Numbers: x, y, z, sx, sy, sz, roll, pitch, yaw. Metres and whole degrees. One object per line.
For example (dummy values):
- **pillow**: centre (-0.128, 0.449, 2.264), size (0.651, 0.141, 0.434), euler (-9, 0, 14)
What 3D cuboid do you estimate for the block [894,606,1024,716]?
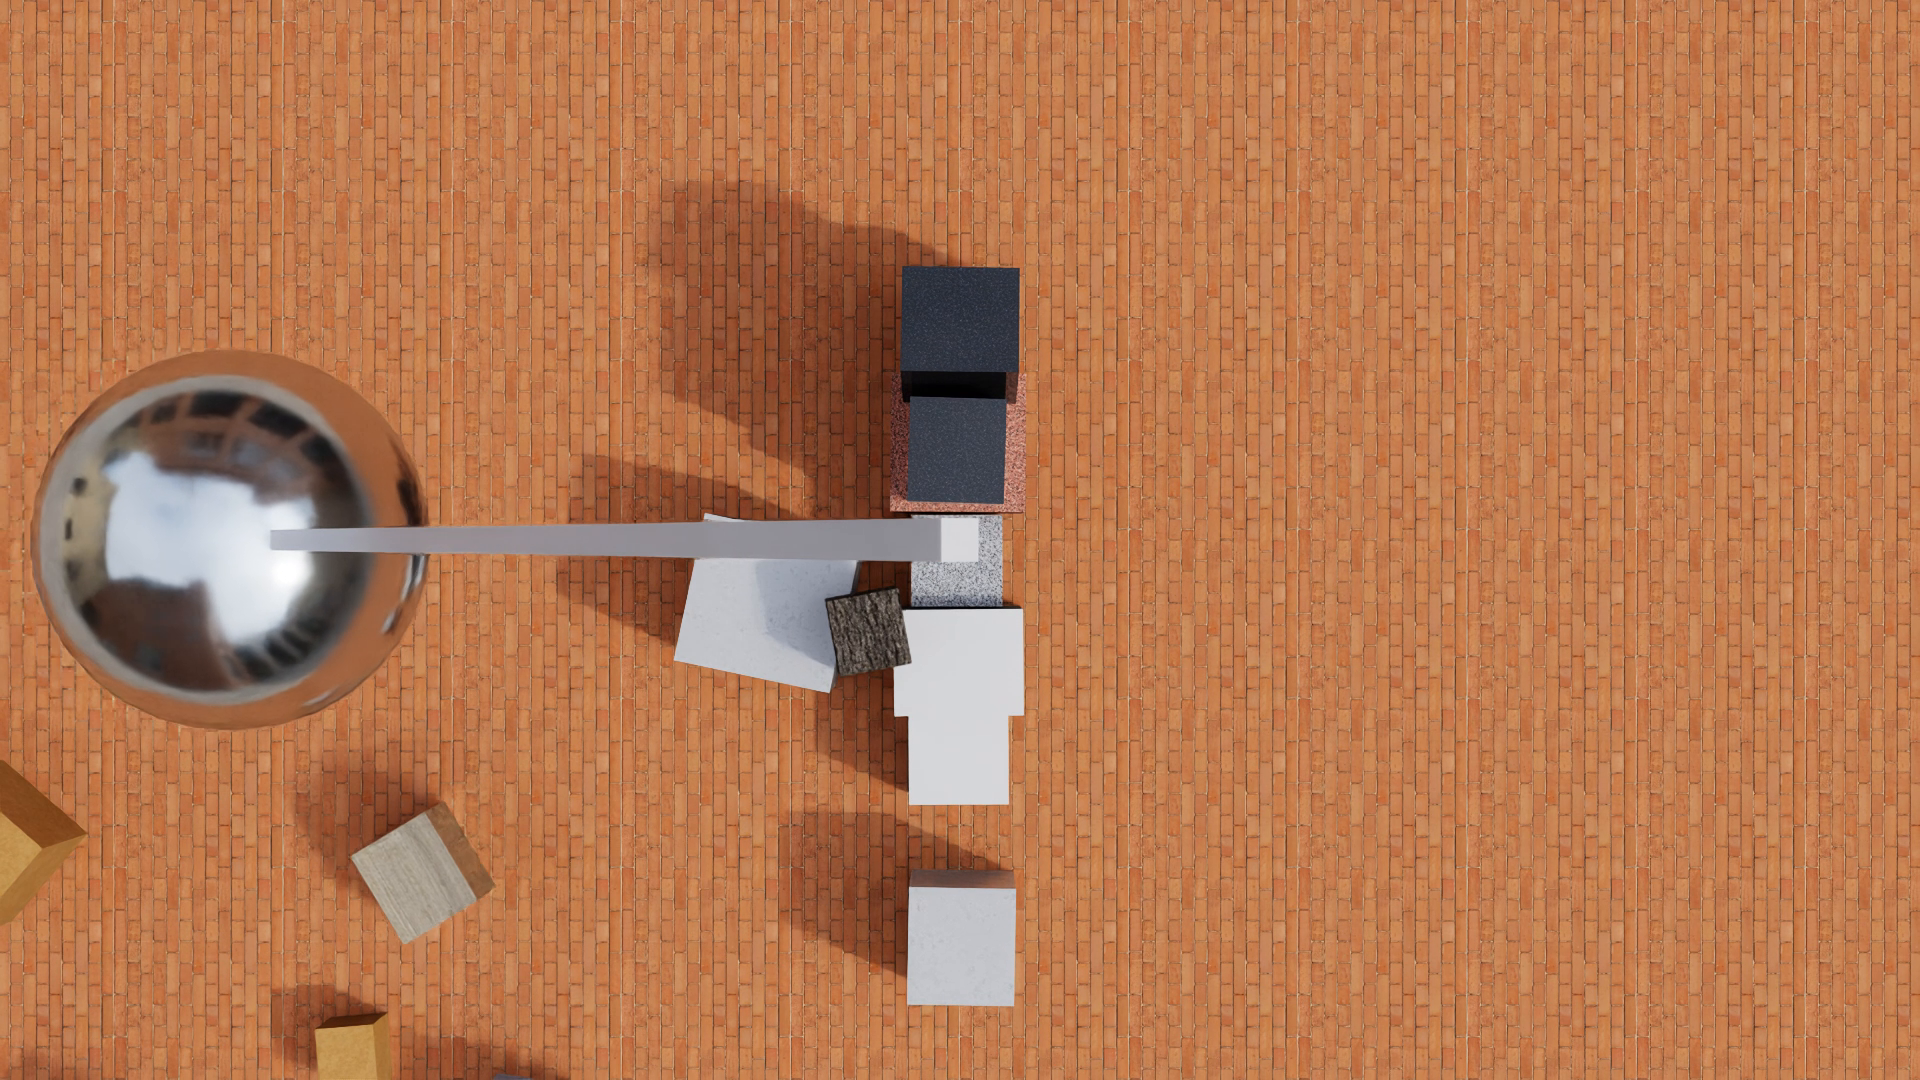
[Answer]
- **block**: centre (-0.007, 0.687, 12.654), size (0.723, 0.693, 0.595), euler (0, 90, 0)

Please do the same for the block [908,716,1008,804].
- **block**: centre (-0.008, 1.246, 12.742), size (0.566, 0.515, 0.513), euler (0, 90, 0)

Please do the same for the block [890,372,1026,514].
- **block**: centre (-0.009, -0.543, 12.611), size (0.752, 0.778, 0.770), euler (0, 90, 0)

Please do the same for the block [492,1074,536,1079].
- **block**: centre (-2.509, 3.477, 12.753), size (0.544, 0.494, 0.575), euler (9, 90, 0)

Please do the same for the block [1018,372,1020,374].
- **block**: centre (0.005, -1.218, 12.654), size (0.651, 0.691, 0.572), euler (0, 90, 0)

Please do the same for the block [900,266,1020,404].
- **block**: centre (0.002, -1.107, 11.949), size (0.626, 0.608, 0.580), euler (1, 78, 0)

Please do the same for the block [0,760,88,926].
- **block**: centre (-5.632, 1.775, 12.678), size (0.668, 0.645, 0.687), euler (41, 90, 0)

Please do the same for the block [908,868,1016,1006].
- **block**: centre (0.009, 2.279, 12.661), size (0.600, 0.678, 0.658), euler (1, 90, 0)

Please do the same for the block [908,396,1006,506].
- **block**: centre (-0.016, -0.476, 11.938), size (0.513, 0.568, 0.555), euler (2, 90, 0)

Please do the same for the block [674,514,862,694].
- **block**: centre (-1.076, 0.352, 12.636), size (0.887, 0.727, 0.839), euler (12, 90, 0)

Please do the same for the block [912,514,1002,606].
- **block**: centre (-0.017, 0.117, 12.726), size (0.517, 0.548, 0.518), euler (0, 90, 0)

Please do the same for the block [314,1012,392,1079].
- **block**: centre (-3.536, 2.995, 12.836), size (0.336, 0.327, 0.379), euler (-5, 90, 0)

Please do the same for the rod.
- **rod**: centre (-1.317, 0.000, 6.295), size (0.080, 5.200, 0.080), euler (0, 90, -30)

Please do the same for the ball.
- **ball**: centre (-3.038, 0.000, 9.227), size (1.600, 1.600, 1.600), euler (0, 90, 0)

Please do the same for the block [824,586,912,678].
- **block**: centre (-0.507, 0.498, 12.095), size (0.395, 0.378, 0.416), euler (-11, 92, -5)

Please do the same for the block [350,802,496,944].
- **block**: centre (-3.104, 1.924, 12.752), size (0.491, 0.496, 0.590), euler (-31, 90, 0)
